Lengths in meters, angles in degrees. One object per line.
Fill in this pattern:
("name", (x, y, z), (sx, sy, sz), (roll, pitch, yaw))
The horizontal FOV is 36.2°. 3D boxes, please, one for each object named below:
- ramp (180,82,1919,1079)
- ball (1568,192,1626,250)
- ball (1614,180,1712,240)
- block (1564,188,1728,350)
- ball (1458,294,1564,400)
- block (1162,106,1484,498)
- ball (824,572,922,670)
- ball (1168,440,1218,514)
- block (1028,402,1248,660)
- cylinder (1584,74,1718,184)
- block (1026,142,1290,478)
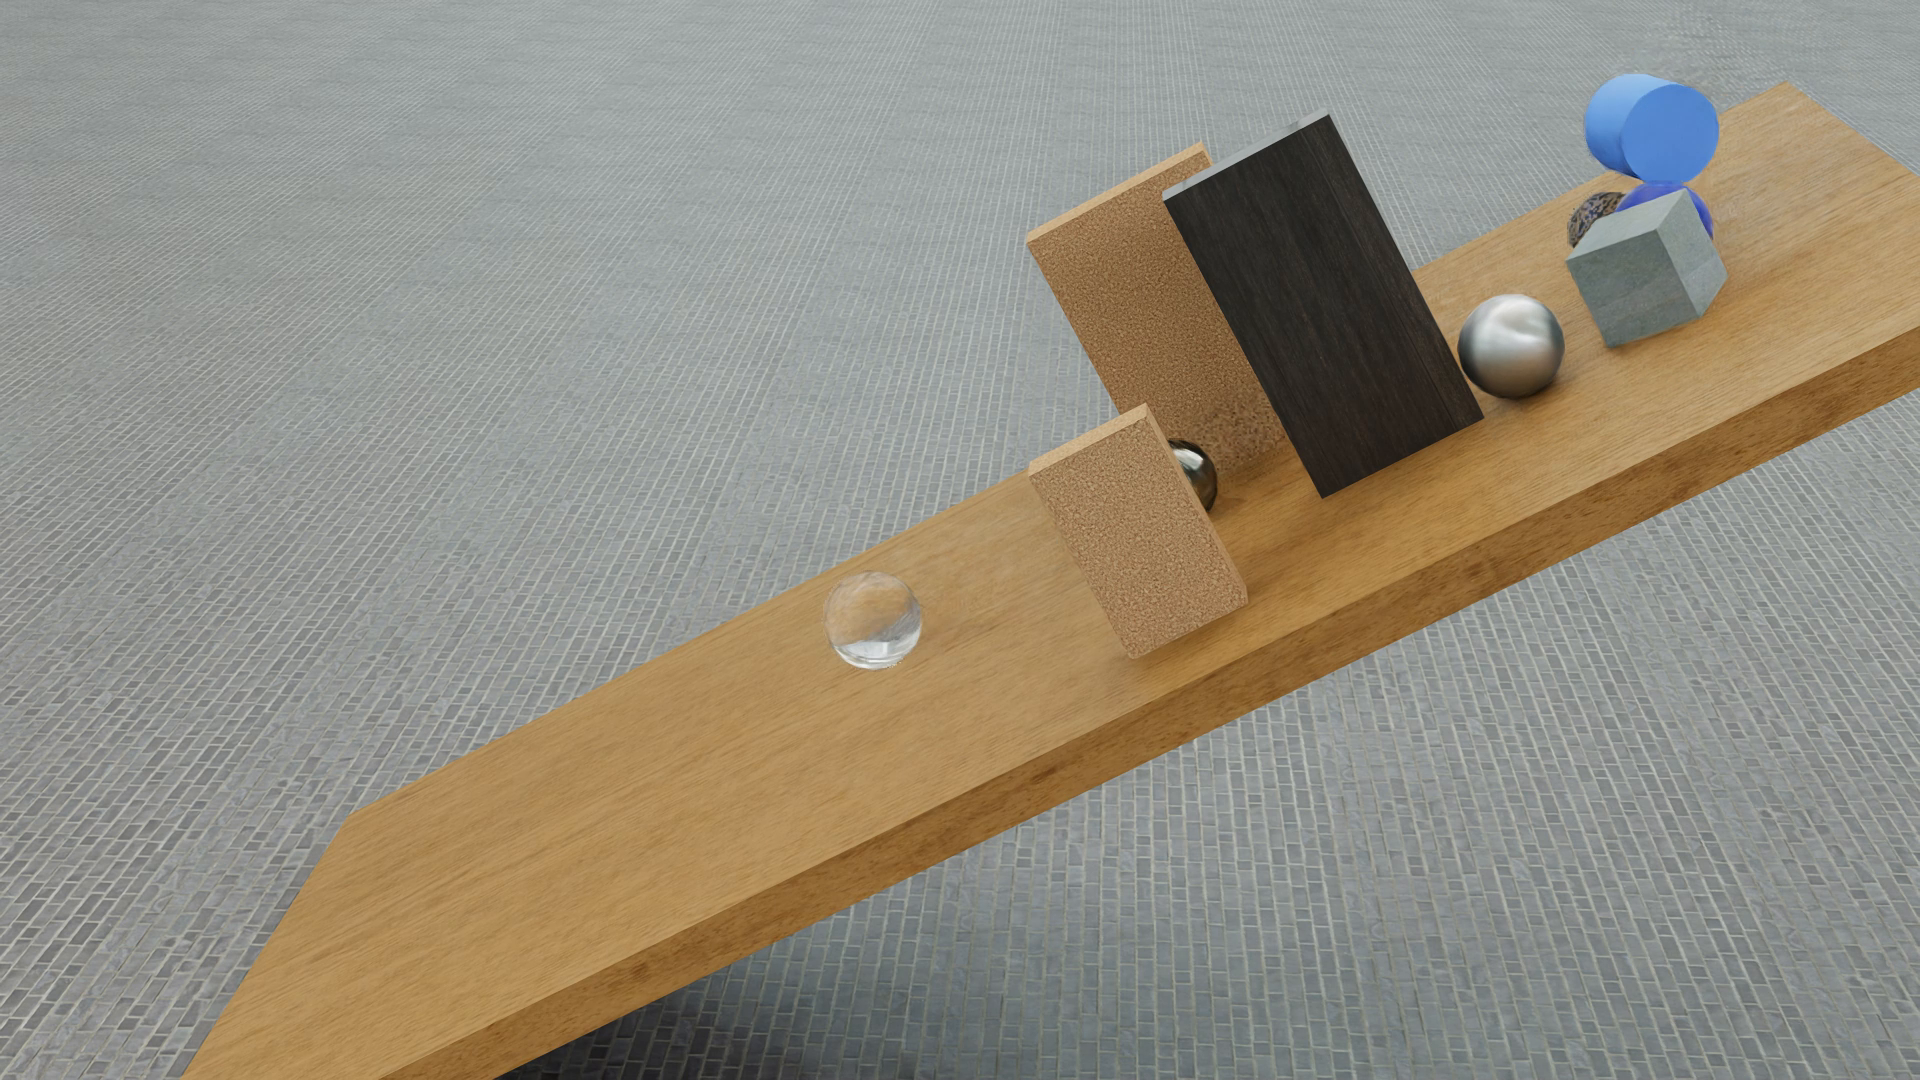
("ramp", (0.141, 0.167, 6.282), (4.000, 0.100, 2.000), (-27, 14, 11))
("ball", (1.355, -0.642, 6.136), (0.168, 0.168, 0.168), (0, 18, 0))
("ball", (1.404, -0.620, 5.892), (0.201, 0.201, 0.201), (0, 18, 0))
("block", (1.334, -0.527, 5.711), (0.199, 0.199, 0.199), (-18, 18, 38))
("ball", (1.068, -0.375, 5.705), (0.204, 0.204, 0.204), (0, 18, 0))
("block", (0.709, -0.458, 5.731), (0.353, 0.675, 0.096), (-27, 14, 11))
("ball", (-0.186, 0.172, 6.276), (0.210, 0.210, 0.210), (0, 18, 0))
("ball", (0.440, -0.115, 6.080), (0.186, 0.186, 0.186), (0, 18, 0))
("block", (0.333, -0.014, 5.486), (0.245, 0.408, 0.099), (-27, 14, 11))
("cylinder", (1.429, -0.850, 6.087), (0.208, 0.208, 0.208), (-3, 16, -9))
("block", (0.479, -0.460, 6.261), (0.416, 0.644, 0.110), (-27, 14, 11))
